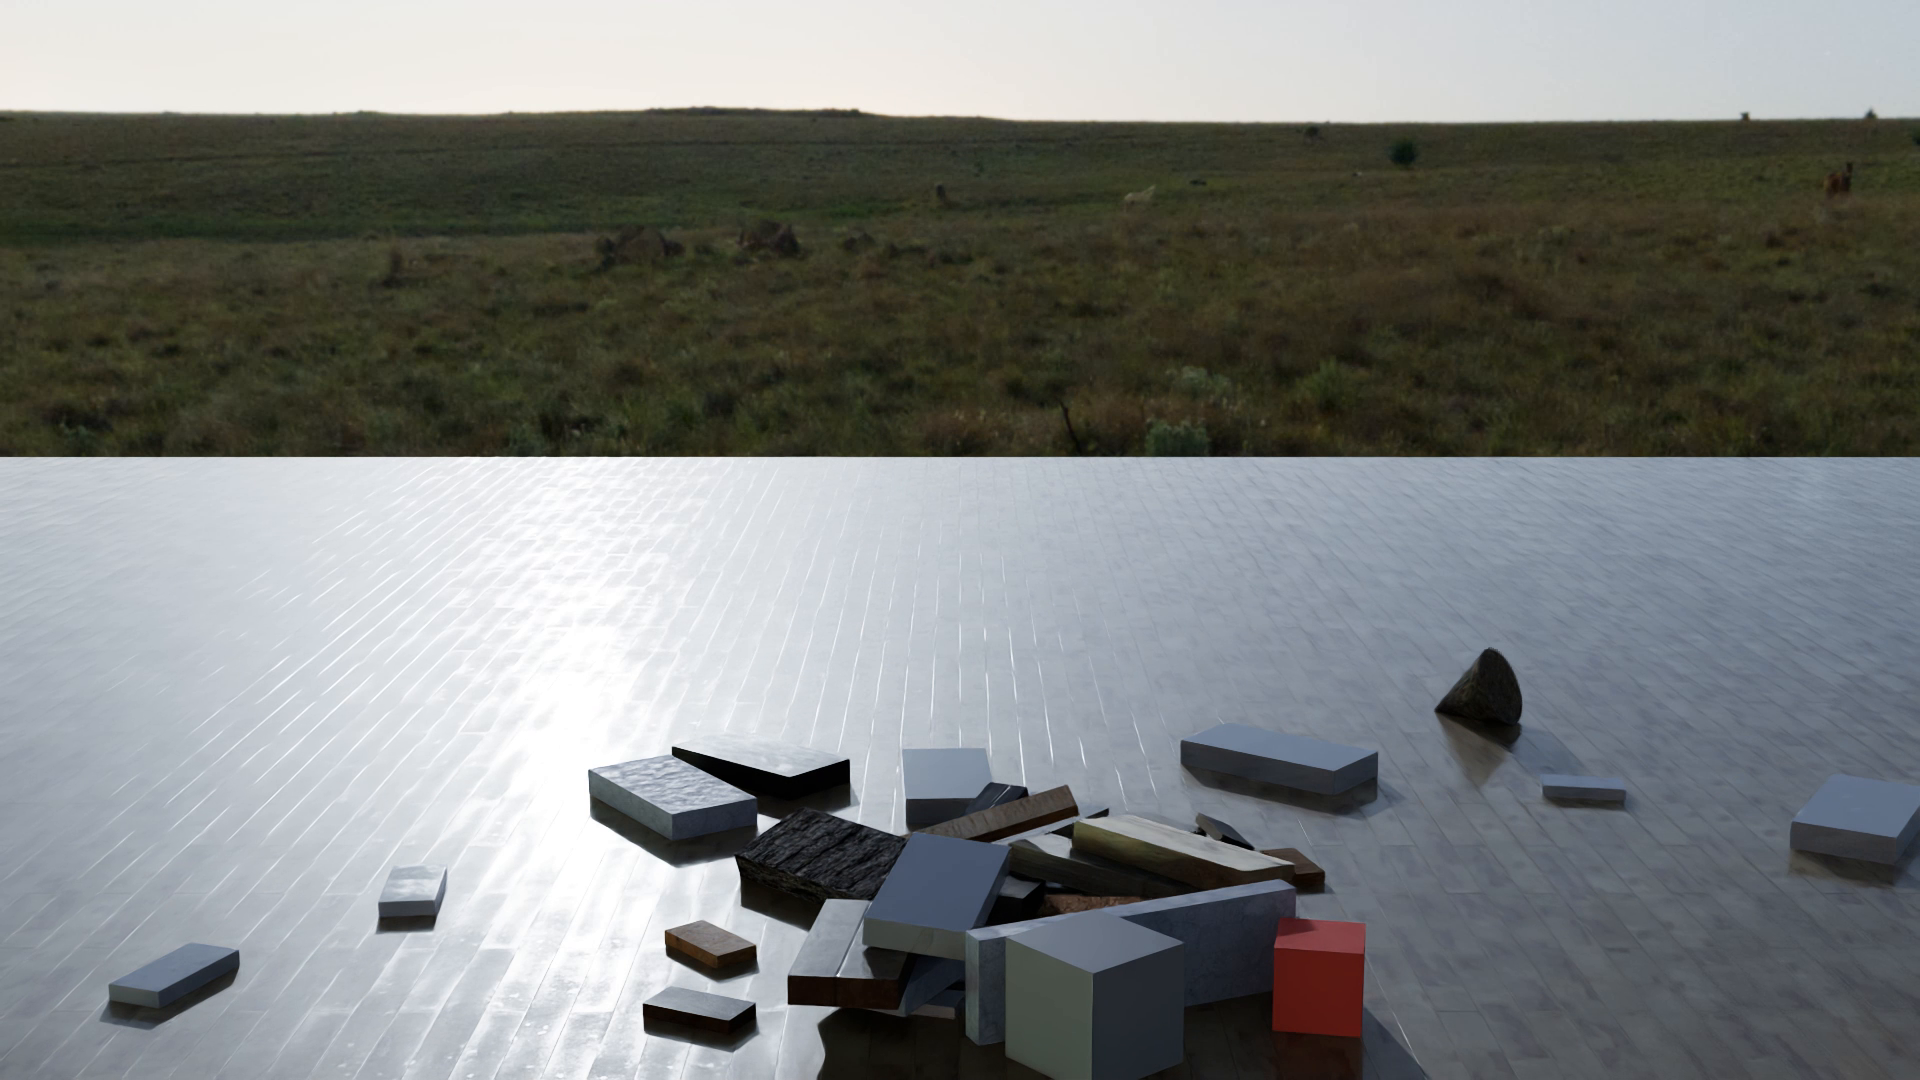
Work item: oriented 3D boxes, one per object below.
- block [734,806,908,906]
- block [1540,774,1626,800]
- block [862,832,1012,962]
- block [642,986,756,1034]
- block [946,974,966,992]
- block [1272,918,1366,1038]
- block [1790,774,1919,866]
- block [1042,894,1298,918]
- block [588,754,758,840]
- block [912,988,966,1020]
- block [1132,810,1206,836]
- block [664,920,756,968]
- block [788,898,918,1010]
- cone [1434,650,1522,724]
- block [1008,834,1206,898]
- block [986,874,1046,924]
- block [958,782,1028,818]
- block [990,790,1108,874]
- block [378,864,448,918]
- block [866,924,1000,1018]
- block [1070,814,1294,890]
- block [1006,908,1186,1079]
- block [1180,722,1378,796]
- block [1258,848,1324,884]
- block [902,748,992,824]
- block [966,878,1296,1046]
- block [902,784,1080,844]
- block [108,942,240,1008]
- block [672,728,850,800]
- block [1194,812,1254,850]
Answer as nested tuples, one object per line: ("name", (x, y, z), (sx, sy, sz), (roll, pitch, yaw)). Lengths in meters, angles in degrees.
("block", (-0.207, 0.540, 3.682), (0.329, 0.047, 0.165), (10, 32, 43))
("block", (1.197, 0.475, 4.228), (0.153, 0.022, 0.077), (2, 11, 11))
("block", (-0.031, 0.524, 3.258), (0.154, 0.044, 0.308), (7, 17, 11))
("block", (-0.374, 0.674, 3.158), (0.146, 0.021, 0.073), (5, 12, 26))
("block", (-0.009, 0.648, 3.308), (0.063, 0.018, 0.125), (1, 11, 6))
("block", (0.514, 0.624, 3.147), (0.123, 0.123, 0.123), (2, 11, 11))
("block", (1.640, 0.504, 3.997), (0.175, 0.049, 0.349), (7, 12, 32))
("block", (0.339, 0.597, 3.360), (0.396, 0.047, 0.165), (5, 9, -17))
("block", (-0.543, 0.480, 4.127), (0.175, 0.049, 0.349), (-7, 13, -34))
("block", (-0.058, 0.669, 3.195), (0.125, 0.018, 0.063), (3, 11, 17))
("block", (0.362, 0.523, 3.969), (0.076, 0.022, 0.153), (-10, 14, -42))
("block", (-0.388, 0.627, 3.414), (0.073, 0.021, 0.146), (-9, 14, -40))
("block", (-0.144, 0.596, 3.182), (0.154, 0.044, 0.309), (1, 11, 7))
("cone", (1.102, 0.345, 4.780), (0.170, 0.170, 0.170), (-26, -7, 37))
("block", (0.246, 0.549, 3.627), (0.308, 0.044, 0.154), (11, 5, 29))
("block", (0.040, 0.562, 3.472), (0.154, 0.044, 0.309), (6, -2, 9))
("block", (0.013, 0.510, 3.766), (0.077, 0.022, 0.299), (4, 30, 32))
("block", (0.101, 0.522, 3.905), (0.166, 0.047, 0.333), (8, 13, 38))
("block", (-0.907, 0.581, 3.650), (0.090, 0.025, 0.180), (-1, 11, -7))
("block", (-0.073, 0.623, 3.277), (0.154, 0.044, 0.309), (6, 12, 28))
("block", (0.367, 0.522, 3.641), (0.329, 0.047, 0.165), (12, 5, 37))
("block", (0.183, 0.627, 2.999), (0.172, 0.172, 0.172), (-9, 14, -39))
("block", (0.634, 0.433, 4.378), (0.349, 0.049, 0.175), (8, 13, 38))
("block", (0.569, 0.560, 3.778), (0.066, 0.019, 0.131), (-3, 11, -15))
("block", (-0.025, 0.467, 4.204), (0.166, 0.047, 0.333), (-1, 11, -3))
("block", (0.252, 0.605, 3.169), (0.517, 0.154, 0.044), (-5, 12, -24))
("block", (0.018, 0.495, 3.740), (0.367, 0.021, 0.073), (-17, 24, -4))
("block", (-1.171, 0.649, 3.284), (0.090, 0.025, 0.180), (4, 11, 20))
("block", (-0.395, 0.441, 4.341), (0.333, 0.047, 0.167), (9, 14, 40))
("block", (0.469, 0.523, 3.905), (0.066, 0.019, 0.131), (24, 4, -16))
